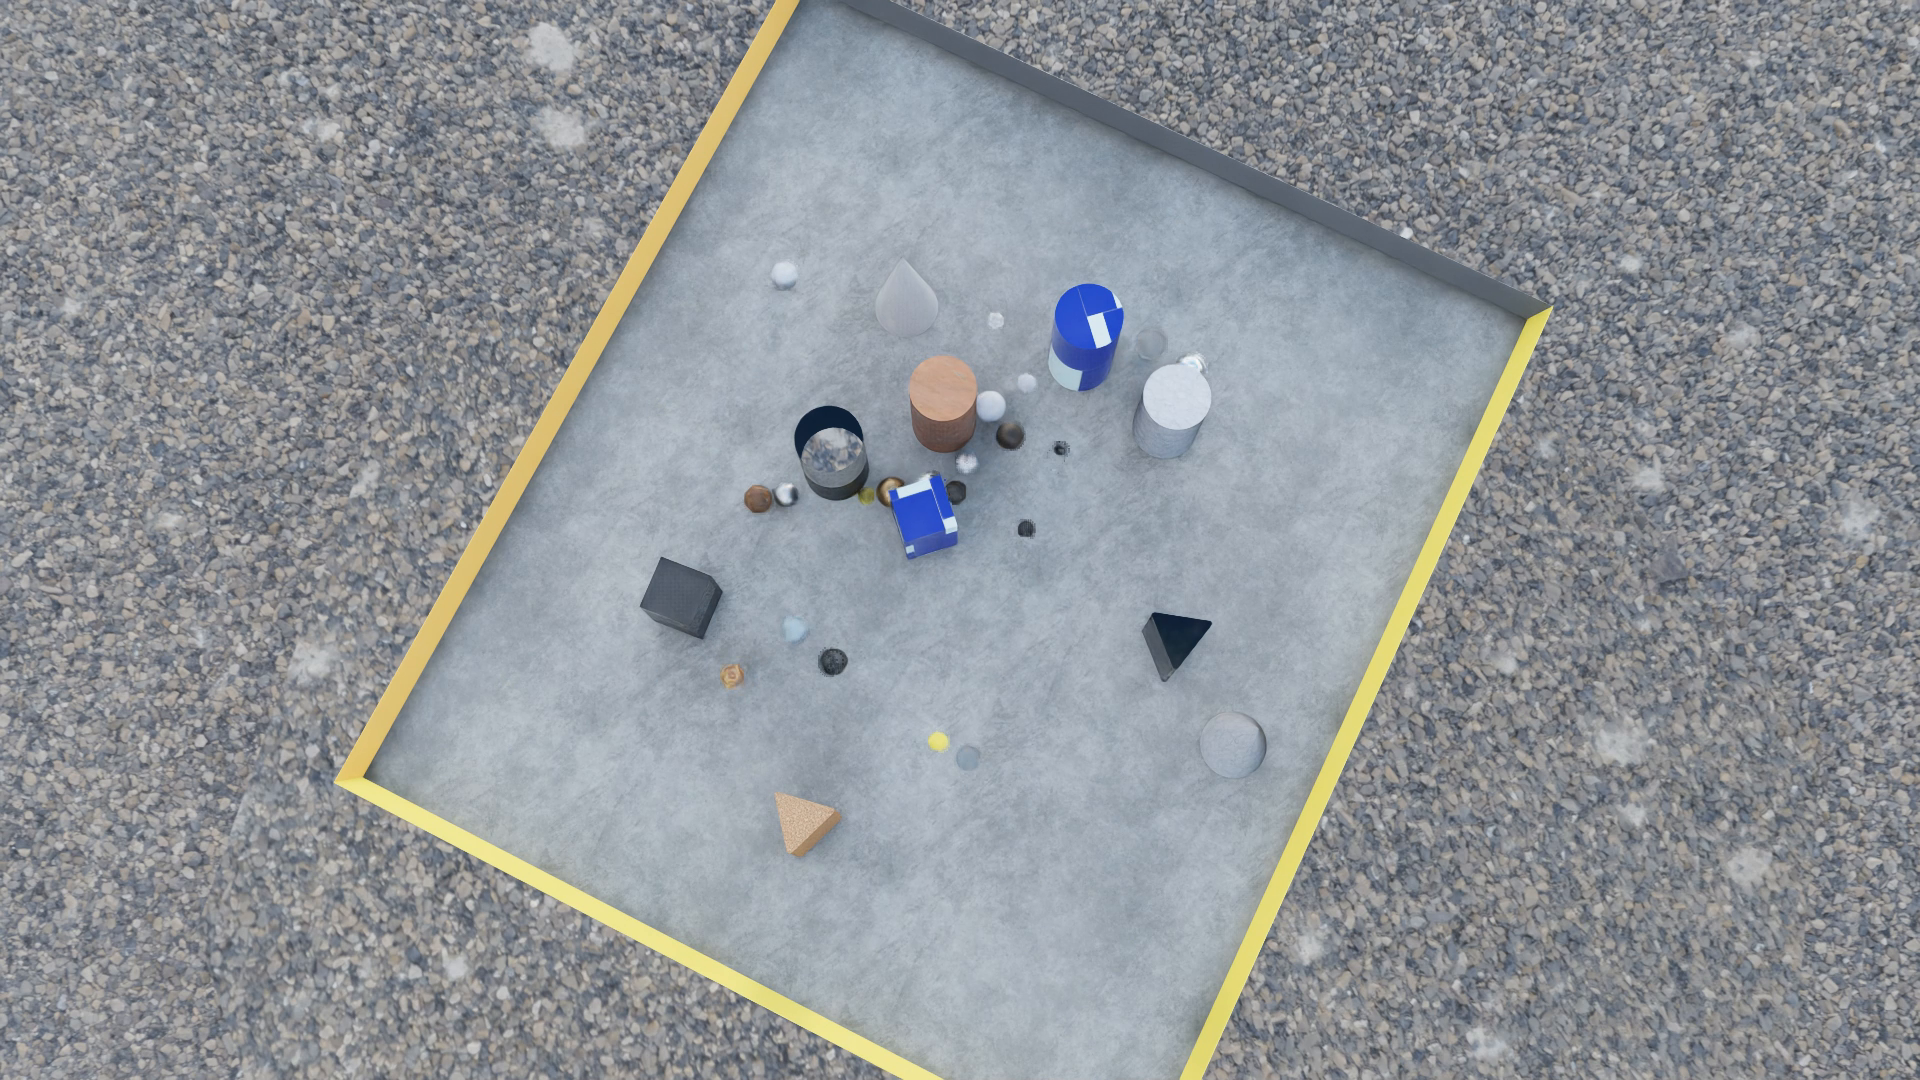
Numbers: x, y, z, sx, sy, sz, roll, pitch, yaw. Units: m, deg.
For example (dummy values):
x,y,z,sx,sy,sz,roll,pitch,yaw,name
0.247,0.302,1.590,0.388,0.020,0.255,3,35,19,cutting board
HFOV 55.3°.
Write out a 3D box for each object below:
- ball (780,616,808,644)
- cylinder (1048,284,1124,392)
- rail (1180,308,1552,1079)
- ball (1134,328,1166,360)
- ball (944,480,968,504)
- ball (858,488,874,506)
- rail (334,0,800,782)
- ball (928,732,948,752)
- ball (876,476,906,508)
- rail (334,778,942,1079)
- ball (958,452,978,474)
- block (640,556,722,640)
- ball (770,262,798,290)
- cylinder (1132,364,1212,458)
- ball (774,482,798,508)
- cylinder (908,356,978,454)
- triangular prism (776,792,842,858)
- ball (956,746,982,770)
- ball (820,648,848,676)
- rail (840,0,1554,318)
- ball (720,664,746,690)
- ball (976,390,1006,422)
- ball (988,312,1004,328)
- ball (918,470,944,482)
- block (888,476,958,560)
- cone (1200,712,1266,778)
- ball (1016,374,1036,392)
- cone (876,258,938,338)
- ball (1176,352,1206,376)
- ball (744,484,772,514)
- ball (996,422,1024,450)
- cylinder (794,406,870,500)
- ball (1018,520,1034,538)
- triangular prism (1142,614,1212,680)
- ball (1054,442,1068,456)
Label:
x,y,z,sx,sy,sz,roll,pitch,yaw,name
-0.502,0.271,5.518,0.083,0.083,0.083,0,78,0,ball
0.375,-0.605,5.522,0.200,0.431,0.200,0,78,0,cylinder
1.148,0.569,5.432,0.045,0.130,2.935,26,80,5,rail
0.592,-0.608,5.692,0.100,0.100,0.100,0,78,0,ball
-0.014,-0.147,5.611,0.071,0.071,0.071,0,78,0,ball
-0.288,-0.132,5.618,0.051,0.051,0.051,0,78,0,ball
-1.148,-0.555,5.664,0.045,0.130,2.935,26,80,5,rail
-0.065,0.600,5.462,0.059,0.059,0.059,0,78,0,ball
-0.209,-0.146,5.598,0.096,0.096,0.096,0,78,0,ball
-0.646,1.271,5.286,2.613,0.130,0.045,26,80,5,rail
0.025,-0.238,5.632,0.066,0.066,0.066,0,78,0,ball
-0.826,0.175,5.448,0.160,0.259,0.160,21,79,4,block
-0.550,-0.830,5.744,0.086,0.086,0.086,0,78,0,ball
0.635,-0.384,5.522,0.200,0.342,0.200,0,78,0,cylinder
-0.532,-0.137,5.603,0.077,0.077,0.077,0,78,0,ball
-0.049,-0.404,5.511,0.200,0.372,0.200,0,78,0,cylinder
-0.465,0.793,5.280,0.173,0.338,0.150,-43,81,-8,triangular prism
0.025,0.648,5.444,0.075,0.075,0.075,0,78,0,ball
-0.379,0.365,5.499,0.083,0.083,0.083,0,78,0,ball
0.646,-1.258,5.810,2.613,0.130,0.045,26,80,5,rail
-0.682,0.411,5.494,0.074,0.074,0.074,0,78,0,ball
0.094,-0.414,5.654,0.096,0.096,0.096,0,78,0,ball
0.112,-0.687,5.733,0.051,0.051,0.051,0,78,0,ball
-0.089,-0.173,5.613,0.078,0.078,0.078,0,78,0,ball
-0.108,-0.064,5.490,0.160,0.274,0.160,-18,79,-4,block
0.819,0.565,5.258,0.200,0.474,0.200,0,78,0,cone
0.206,-0.487,5.687,0.059,0.059,0.059,0,78,0,ball
-0.168,-0.779,5.548,0.200,0.451,0.200,0,78,0,cone
0.712,-0.533,5.678,0.095,0.095,0.095,0,78,0,ball
-0.616,-0.125,5.598,0.087,0.087,0.087,0,78,0,ball
0.153,-0.321,5.640,0.085,0.085,0.085,0,78,0,ball
-0.380,-0.256,5.481,0.200,0.368,0.200,0,78,0,cylinder
0.202,-0.033,5.597,0.052,0.052,0.052,0,78,0,ball
0.611,0.287,5.404,0.150,0.300,0.173,38,81,7,triangular prism
0.311,-0.281,5.654,0.041,0.041,0.041,0,78,0,ball
